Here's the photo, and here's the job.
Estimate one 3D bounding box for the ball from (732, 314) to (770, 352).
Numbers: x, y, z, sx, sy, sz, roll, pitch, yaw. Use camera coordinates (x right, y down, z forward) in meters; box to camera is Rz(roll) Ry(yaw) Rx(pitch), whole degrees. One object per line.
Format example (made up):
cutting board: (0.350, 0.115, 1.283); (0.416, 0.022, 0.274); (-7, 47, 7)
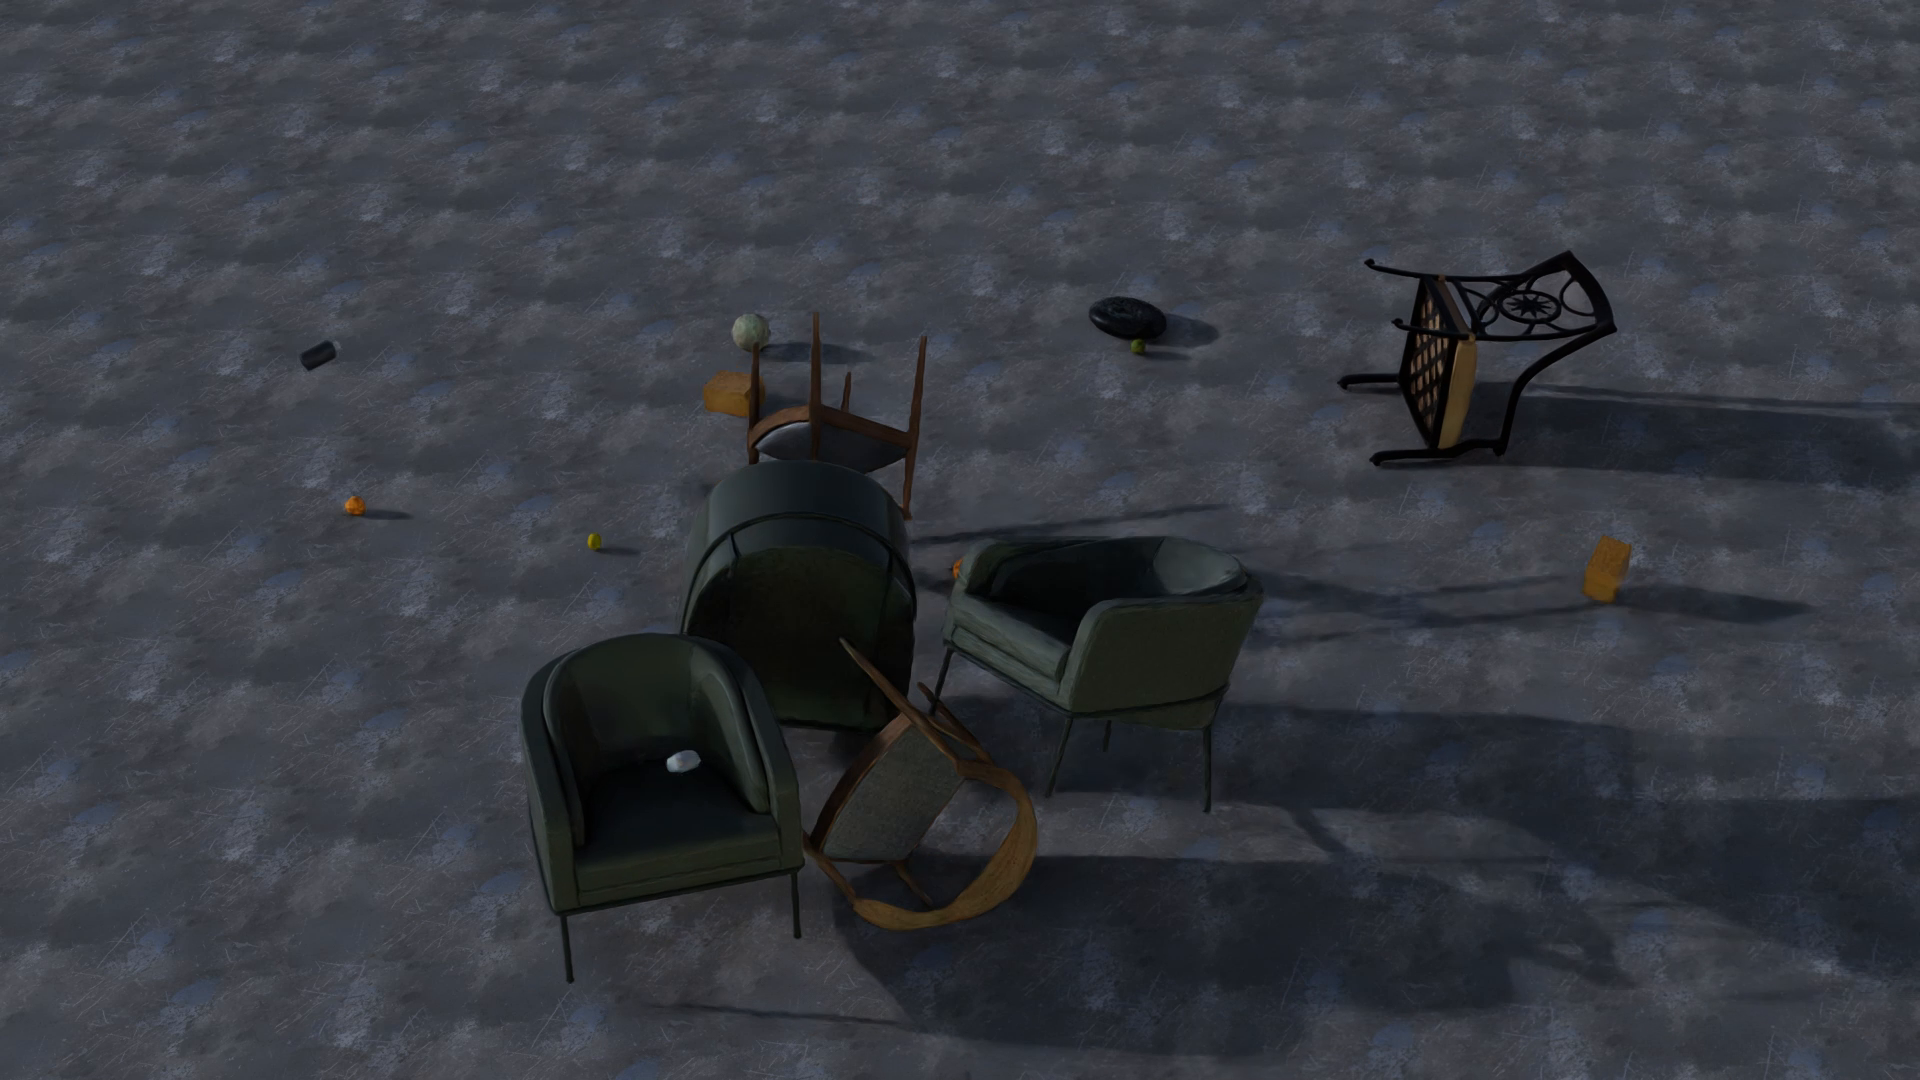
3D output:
ball: (-0.862, -0.857, 12.102); (0.159, 0.159, 0.159); (0, 33, 0)

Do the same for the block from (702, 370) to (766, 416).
block: (-0.902, -0.586, 11.720); (0.196, 0.106, 0.151); (9, 34, 23)

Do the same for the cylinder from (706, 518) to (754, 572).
cylinder: (-0.844, 0.017, 10.758); (0.148, 0.180, 0.128); (-10, 19, -14)

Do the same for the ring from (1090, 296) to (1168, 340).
ring: (0.703, -0.929, 12.278); (0.350, 0.084, 0.264); (21, 38, 28)

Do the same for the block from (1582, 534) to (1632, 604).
block: (2.332, 0.108, 10.571); (0.113, 0.175, 0.154); (22, 60, 19)
